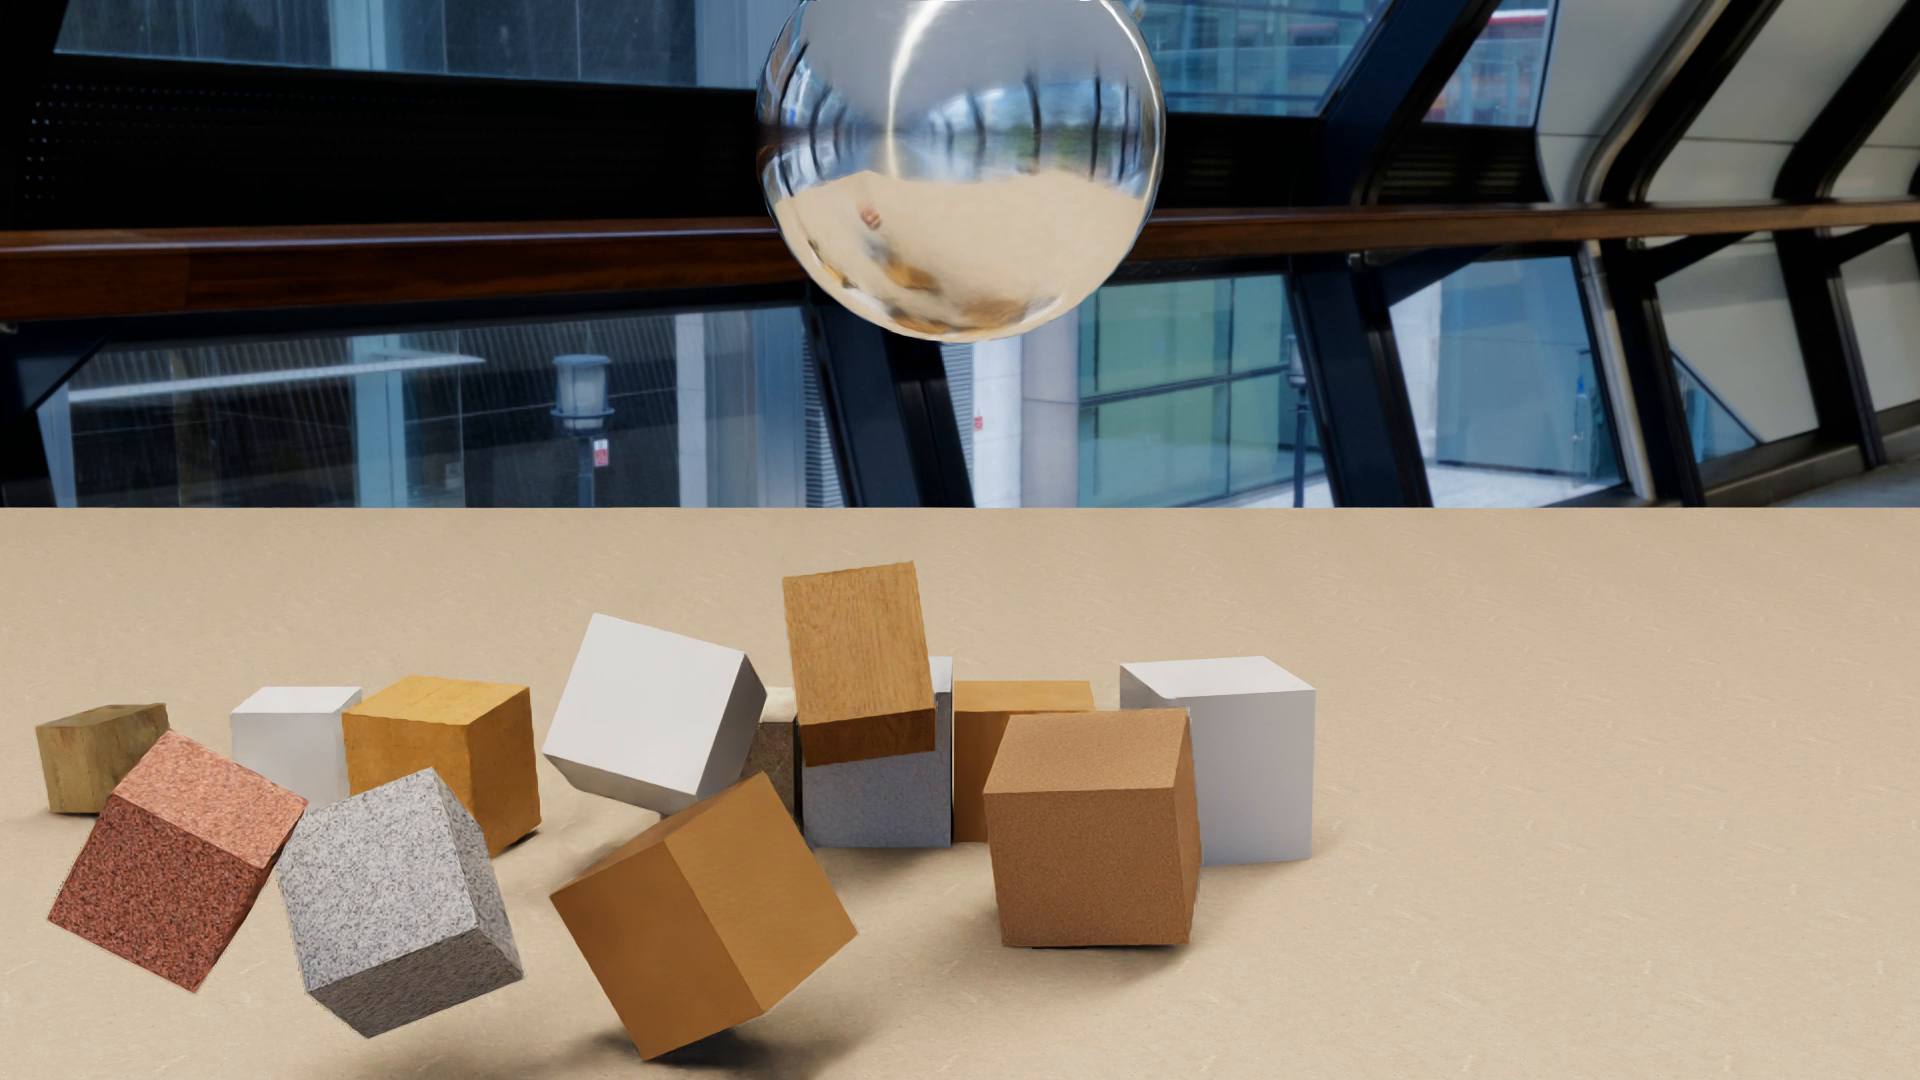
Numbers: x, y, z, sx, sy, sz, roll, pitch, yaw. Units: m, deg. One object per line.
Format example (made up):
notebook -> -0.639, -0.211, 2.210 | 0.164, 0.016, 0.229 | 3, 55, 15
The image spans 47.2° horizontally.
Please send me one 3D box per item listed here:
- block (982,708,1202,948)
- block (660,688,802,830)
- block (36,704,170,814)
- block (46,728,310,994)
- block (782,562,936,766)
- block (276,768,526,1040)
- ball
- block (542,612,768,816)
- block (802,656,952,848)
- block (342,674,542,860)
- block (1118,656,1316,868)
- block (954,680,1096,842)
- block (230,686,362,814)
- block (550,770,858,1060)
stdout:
block -> 0.614, 1.279, 9.857 | 0.821, 0.754, 0.803 | -3, 20, 12
block -> -1.159, 1.161, 11.368 | 0.677, 0.648, 0.700 | 0, 10, 2
block -> -4.525, 1.156, 11.685 | 0.446, 0.469, 0.479 | -3, 8, 30
block -> -2.537, 1.038, 7.169 | 0.517, 0.513, 0.505 | 29, 16, -8
block -> -0.485, 0.605, 10.612 | 0.635, 0.741, 0.656 | -7, -22, -4
block -> -2.071, 1.349, 8.121 | 0.624, 0.644, 0.682 | -20, -26, -6
ball -> 0.000, -1.563, 8.511 | 1.600, 1.600, 1.600 | 0, 10, 0
block -> -1.457, 0.880, 10.620 | 0.771, 0.720, 0.660 | 14, -19, 10
block -> -0.414, 1.082, 11.360 | 0.741, 0.806, 0.749 | 0, 10, 1
block -> -2.592, 1.148, 11.034 | 0.707, 0.740, 0.589 | 4, 16, 20
block -> 1.277, 1.106, 11.072 | 0.777, 0.863, 0.726 | -2, 11, -13
block -> 0.325, 1.138, 11.394 | 0.714, 0.684, 0.624 | 0, 10, 0
block -> -3.520, 1.131, 11.735 | 0.538, 0.576, 0.546 | 0, 10, 0
block -> -0.986, 1.449, 8.495 | 0.705, 0.736, 0.636 | -29, 2, 37
